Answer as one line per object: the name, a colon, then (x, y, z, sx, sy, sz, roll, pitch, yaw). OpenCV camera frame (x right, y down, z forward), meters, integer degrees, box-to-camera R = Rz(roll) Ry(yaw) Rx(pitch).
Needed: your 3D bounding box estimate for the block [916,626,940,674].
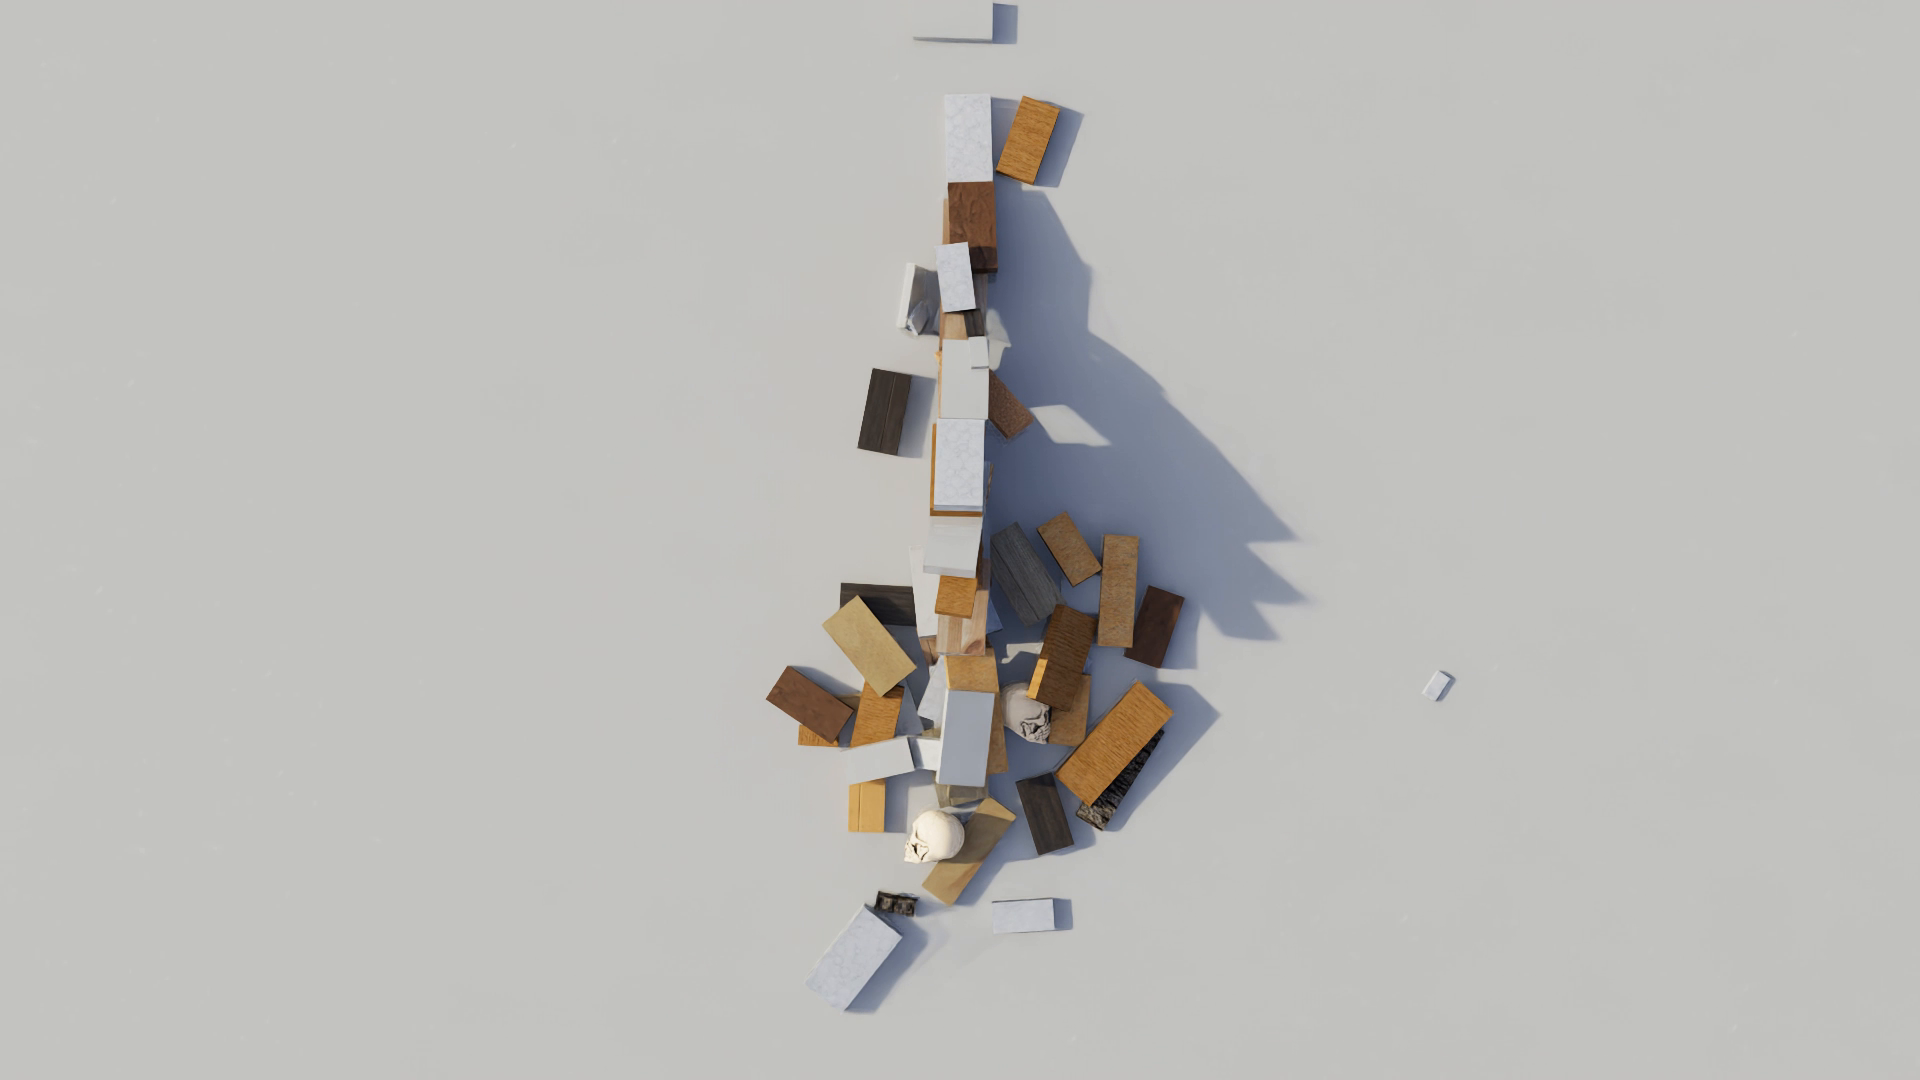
block: (-0.054, 0.389, 5.456, 0.121, 0.034, 0.243, -16, 103, 0)

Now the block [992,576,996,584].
block: (0.085, 0.096, 5.473, 0.015, 0.054, 0.108, -31, 90, 0)

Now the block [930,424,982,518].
block: (-0.010, -0.222, 5.191, 0.163, 0.046, 0.326, 1, 57, 0)

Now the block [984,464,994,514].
block: (0.028, -0.124, 5.230, 0.115, 0.033, 0.286, 8, 58, 5)

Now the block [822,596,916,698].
block: (-0.299, 0.350, 5.418, 0.154, 0.044, 0.308, -39, 84, -6)

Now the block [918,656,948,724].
block: (-0.039, 0.479, 5.406, 0.122, 0.034, 0.243, 20, 101, -8)

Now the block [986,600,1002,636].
block: (0.064, 0.227, 5.446, 0.091, 0.026, 0.183, -17, 73, -22)

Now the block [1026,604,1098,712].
block: (0.337, 0.388, 5.406, 0.160, 0.045, 0.320, 25, 79, -36)

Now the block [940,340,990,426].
block: (0.016, -0.502, 5.253, 0.149, 0.042, 0.298, 1, 62, 0)

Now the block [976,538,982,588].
block: (0.013, 0.040, 5.187, 0.115, 0.033, 0.230, 1, 67, 0)

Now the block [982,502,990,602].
block: (0.015, 0.039, 5.267, 0.161, 0.046, 0.321, 0, 88, 0)

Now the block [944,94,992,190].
block: (0.029, -1.323, 5.478, 0.153, 0.043, 0.305, -1, 90, 0)

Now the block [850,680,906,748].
block: (-0.276, 0.601, 5.444, 0.133, 0.038, 0.266, 13, 91, 1)

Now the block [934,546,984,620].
block: (-0.003, 0.125, 5.117, 0.115, 0.033, 0.230, 9, 68, 4)

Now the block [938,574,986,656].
block: (0.006, 0.222, 5.339, 0.152, 0.043, 0.304, 0, 68, 1)

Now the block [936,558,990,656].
block: (0.010, 0.206, 5.218, 0.152, 0.043, 0.304, 4, 89, 0)

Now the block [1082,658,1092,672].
block: (0.390, 0.396, 5.493, 0.093, 0.013, 0.046, 36, 90, 0)

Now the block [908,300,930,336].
block: (-0.135, -0.733, 5.443, 0.016, 0.114, 0.057, -4, 130, 32)

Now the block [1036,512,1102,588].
block: (0.362, 0.031, 5.462, 0.113, 0.032, 0.227, -31, 82, -6)

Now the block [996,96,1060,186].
block: (0.226, -1.327, 5.481, 0.131, 0.037, 0.263, 20, 90, 0)

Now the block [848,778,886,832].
block: (-0.309, 0.850, 5.483, 0.119, 0.034, 0.238, 2, 90, 0)

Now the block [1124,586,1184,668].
block: (0.644, 0.289, 5.482, 0.126, 0.036, 0.251, 19, 90, 0)

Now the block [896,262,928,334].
block: (-0.157, -0.797, 5.445, 0.030, 0.107, 0.214, 9, 90, 22)

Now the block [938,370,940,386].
block: (-0.001, -0.426, 5.439, 0.136, 0.039, 0.273, -1, 72, 0)

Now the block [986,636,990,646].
block: (0.027, 0.283, 5.469, 0.091, 0.026, 0.183, -19, 90, -24)

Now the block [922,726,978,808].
block: (-0.033, 0.746, 5.459, 0.131, 0.037, 0.262, -13, 100, -1)

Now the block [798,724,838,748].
block: (-0.471, 0.652, 5.491, 0.133, 0.019, 0.067, 3, 90, 0)

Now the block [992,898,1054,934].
block: (0.209, 1.249, 5.486, 0.203, 0.029, 0.102, -4, 90, 0)

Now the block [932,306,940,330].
block: (-0.042, -0.754, 5.475, 0.065, 0.018, 0.130, 19, 96, 16)

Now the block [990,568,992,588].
block: (0.016, 0.007, 5.390, 0.161, 0.046, 0.321, -3, 58, 0)

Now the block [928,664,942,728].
block: (-0.032, 0.525, 5.452, 0.121, 0.034, 0.243, -5, 103, -3)

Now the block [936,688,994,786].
block: (0.017, 0.637, 5.316, 0.152, 0.043, 0.304, 6, 93, -12)
